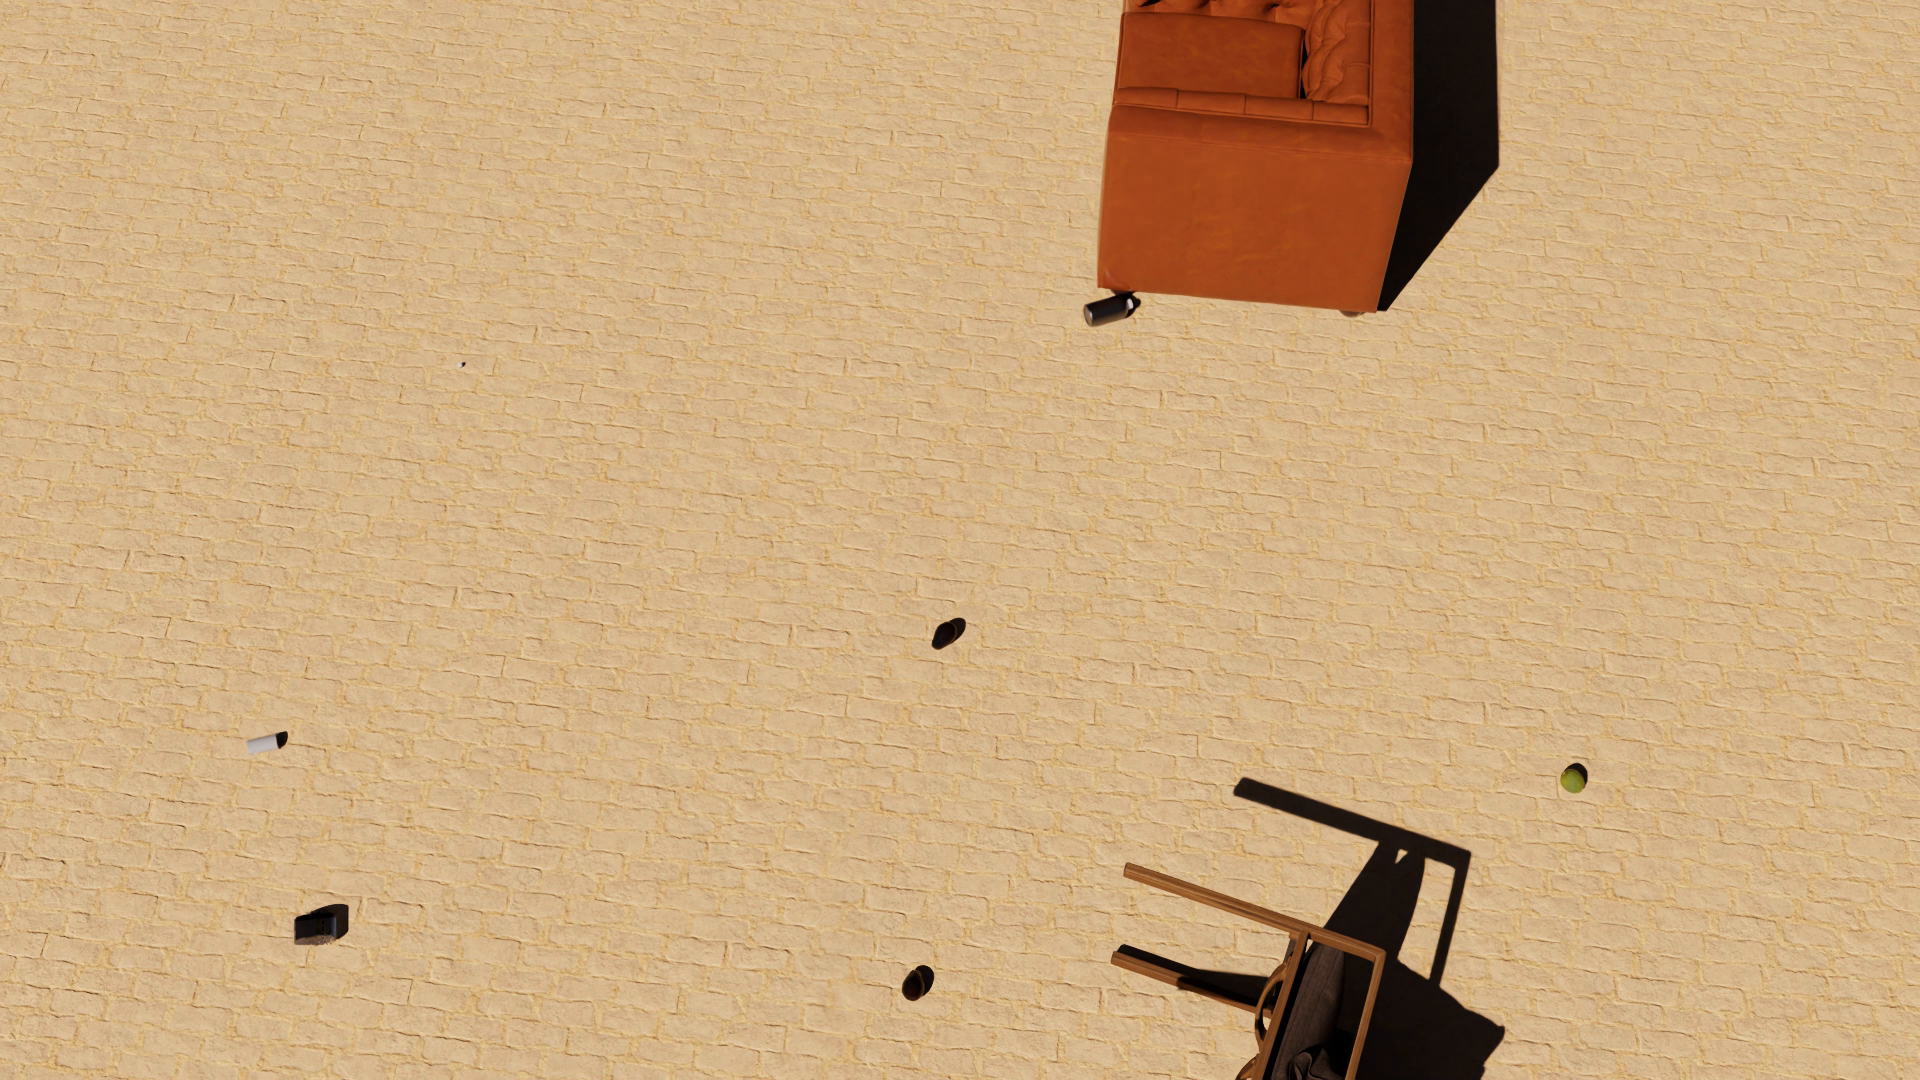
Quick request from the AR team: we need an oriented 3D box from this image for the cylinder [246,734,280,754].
[{"bbox_3d":[-1.955,0.574,6.170,0.081,0.032,0.045,-12,62,-8],"label":"cylinder"}]
